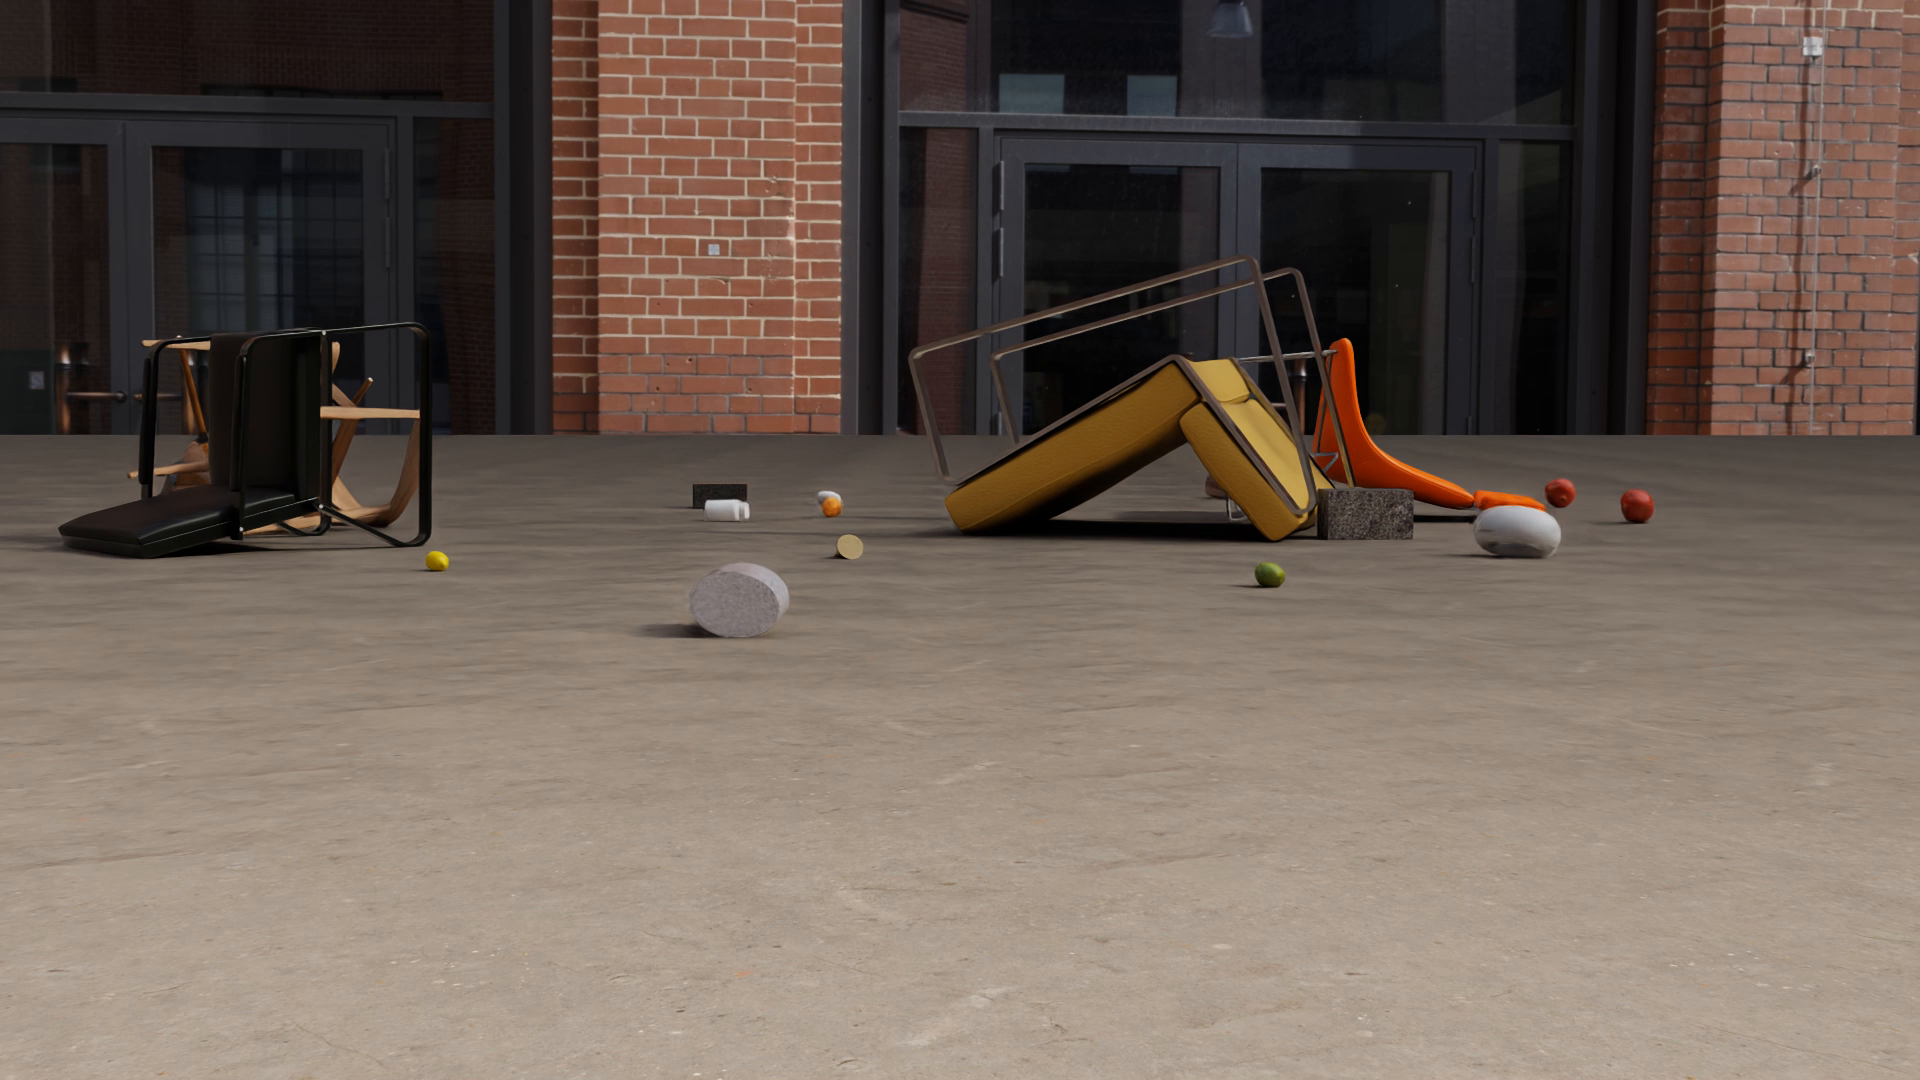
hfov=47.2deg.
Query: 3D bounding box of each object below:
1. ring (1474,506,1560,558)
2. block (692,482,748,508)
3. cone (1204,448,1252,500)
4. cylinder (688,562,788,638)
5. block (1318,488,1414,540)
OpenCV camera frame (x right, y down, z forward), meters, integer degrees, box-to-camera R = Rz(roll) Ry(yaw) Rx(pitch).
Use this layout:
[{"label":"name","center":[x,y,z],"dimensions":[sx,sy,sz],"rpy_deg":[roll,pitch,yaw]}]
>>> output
[{"label":"ring","center":[1.479,-0.021,5.839],"dimensions":[0.226,0.101,0.170],"rpy_deg":[7,-20,11]},{"label":"block","center":[-0.906,-0.168,8.317],"dimensions":[0.201,0.092,0.131],"rpy_deg":[0,4,-4]},{"label":"cone","center":[1.123,-0.218,8.956],"dimensions":[0.130,0.264,0.311],"rpy_deg":[36,17,-17]},{"label":"cylinder","center":[-0.408,0.110,4.070],"dimensions":[0.165,0.119,0.219],"rpy_deg":[9,4,0]},{"label":"block","center":[1.220,-0.079,6.626],"dimensions":[0.255,0.146,0.162],"rpy_deg":[0,4,-2]}]
